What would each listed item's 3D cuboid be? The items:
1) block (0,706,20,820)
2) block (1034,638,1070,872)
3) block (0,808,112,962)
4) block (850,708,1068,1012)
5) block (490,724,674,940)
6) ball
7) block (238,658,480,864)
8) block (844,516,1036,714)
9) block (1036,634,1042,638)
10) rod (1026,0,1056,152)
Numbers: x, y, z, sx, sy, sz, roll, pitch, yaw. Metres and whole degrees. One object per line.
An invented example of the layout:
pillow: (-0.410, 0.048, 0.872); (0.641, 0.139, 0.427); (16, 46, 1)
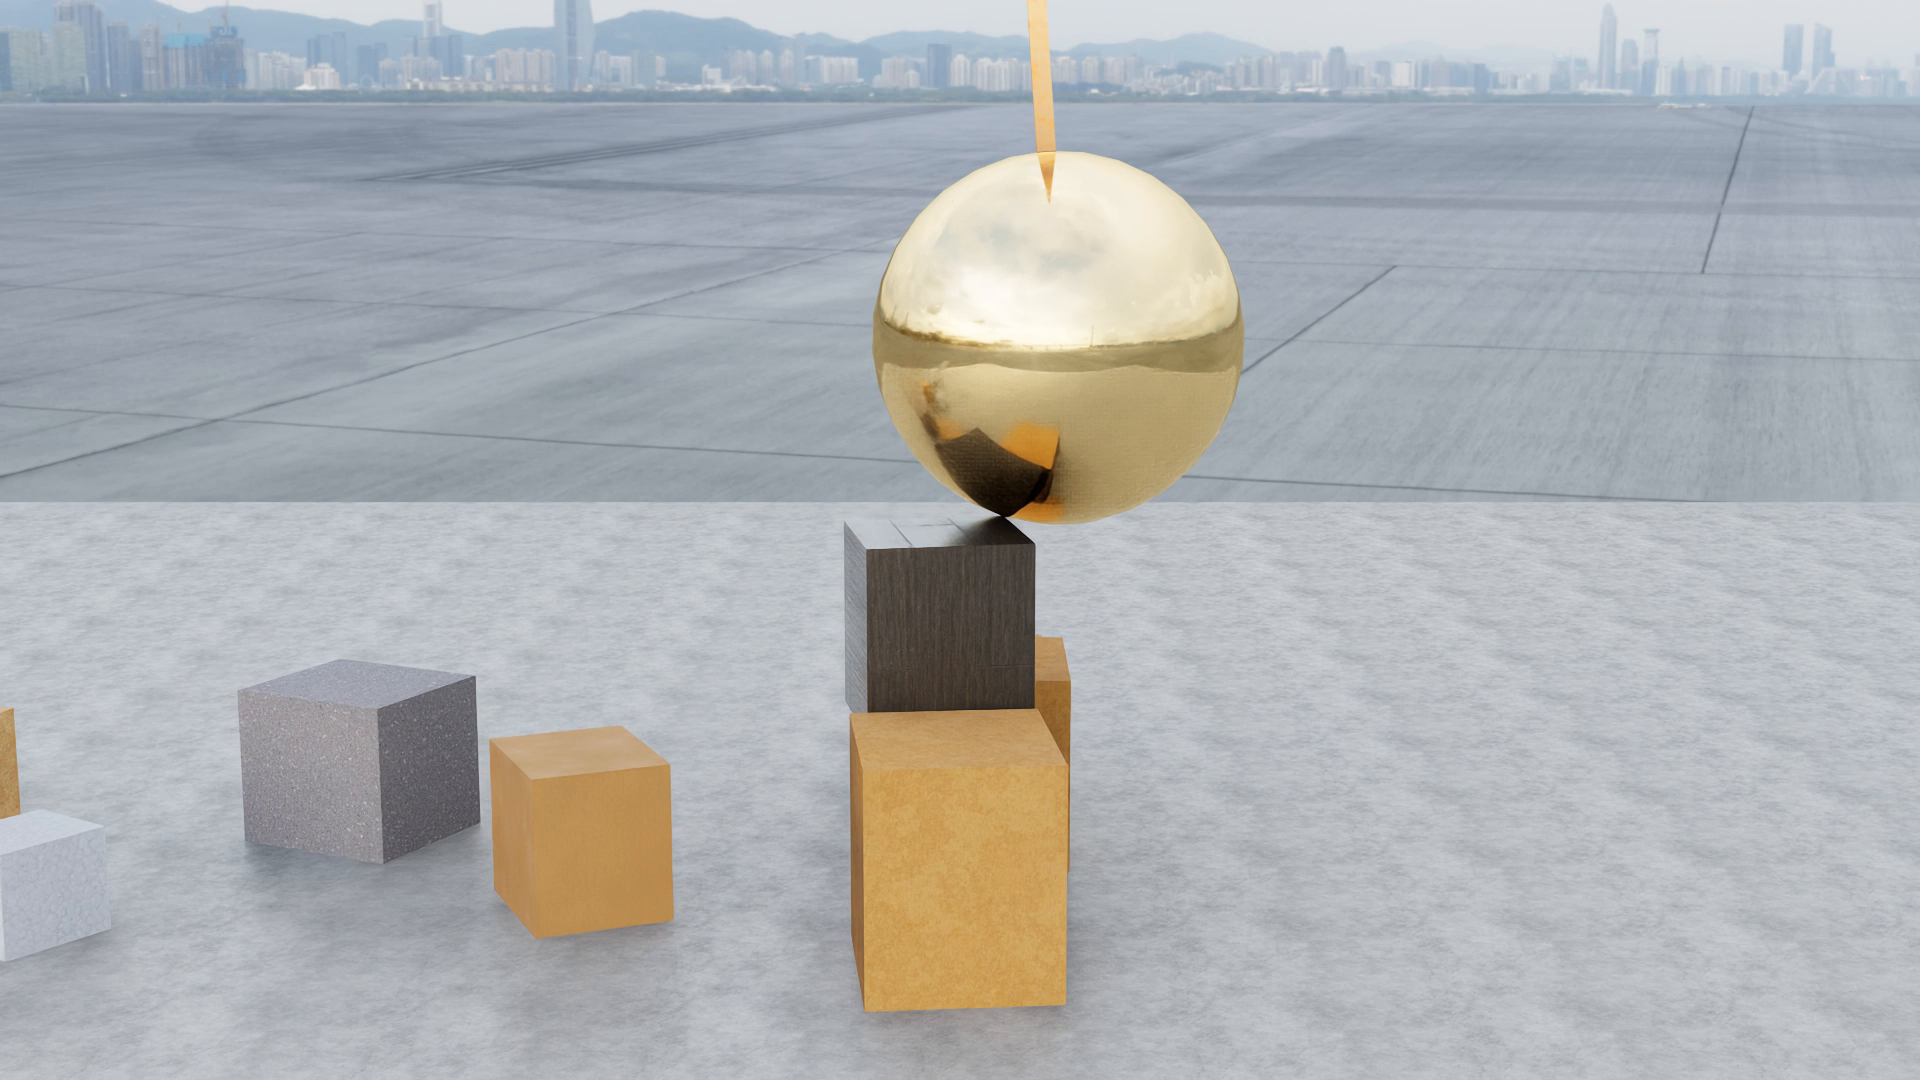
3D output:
block: (-4.611, 1.140, 11.266); (0.677, 0.727, 0.605); (3, 11, 15)
block: (0.007, 0.970, 11.792); (0.959, 0.873, 0.885); (0, 10, 0)
block: (-3.853, 1.413, 10.557); (0.434, 0.443, 0.500); (7, 13, 35)
block: (-0.022, 1.239, 10.109); (0.771, 0.945, 0.878); (-1, 10, -6)
block: (-1.617, 1.227, 10.922); (0.589, 0.677, 0.714); (-5, 11, -23)
ball: (0.421, -0.865, 11.023); (1.600, 1.600, 1.600); (0, 10, 0)
block: (-2.795, 1.016, 11.975); (0.801, 0.717, 0.724); (5, 11, 26)
block: (-0.095, 0.357, 10.800); (0.697, 0.795, 0.688); (-2, 10, -10)
block: (0.001, 0.897, 12.627); (0.822, 0.717, 0.767); (0, 10, 0)
rod: (0.183, -4.202, 10.416); (0.080, 5.200, 0.080); (-4, 10, 1)
